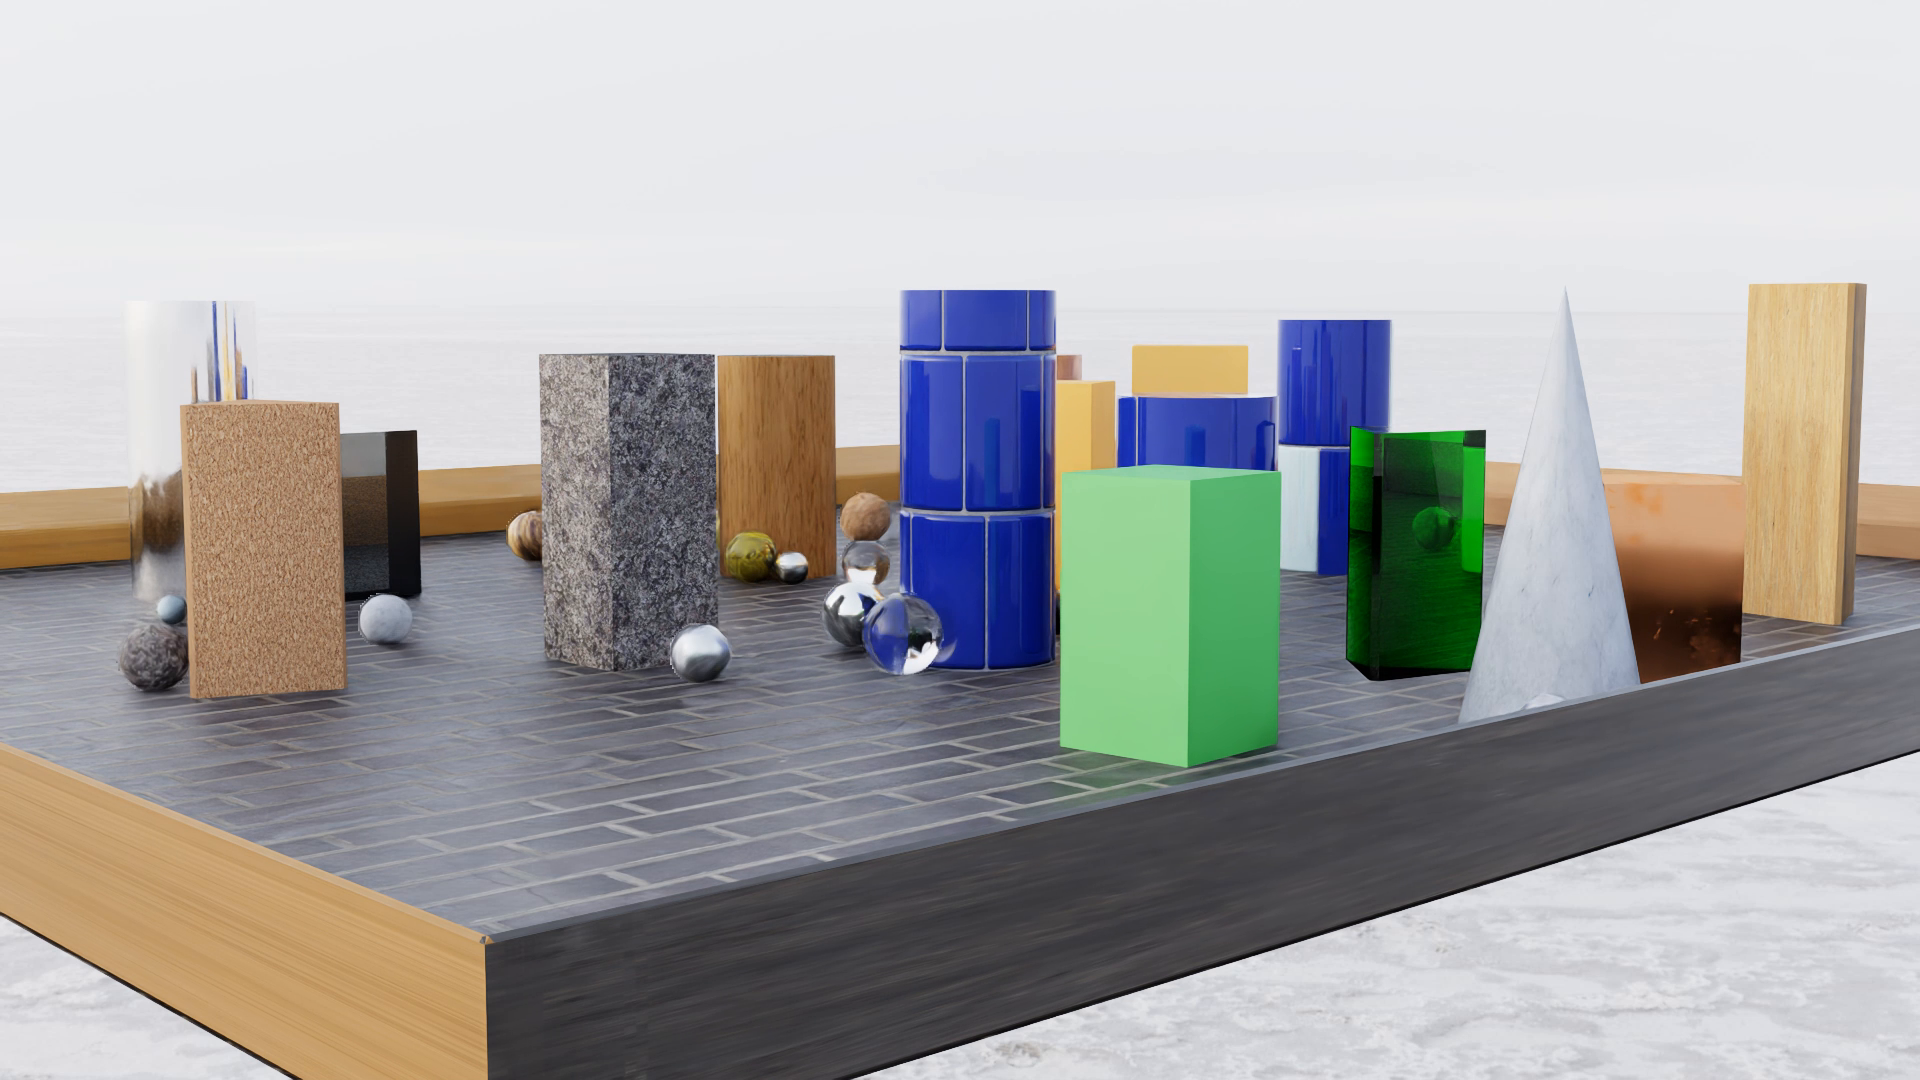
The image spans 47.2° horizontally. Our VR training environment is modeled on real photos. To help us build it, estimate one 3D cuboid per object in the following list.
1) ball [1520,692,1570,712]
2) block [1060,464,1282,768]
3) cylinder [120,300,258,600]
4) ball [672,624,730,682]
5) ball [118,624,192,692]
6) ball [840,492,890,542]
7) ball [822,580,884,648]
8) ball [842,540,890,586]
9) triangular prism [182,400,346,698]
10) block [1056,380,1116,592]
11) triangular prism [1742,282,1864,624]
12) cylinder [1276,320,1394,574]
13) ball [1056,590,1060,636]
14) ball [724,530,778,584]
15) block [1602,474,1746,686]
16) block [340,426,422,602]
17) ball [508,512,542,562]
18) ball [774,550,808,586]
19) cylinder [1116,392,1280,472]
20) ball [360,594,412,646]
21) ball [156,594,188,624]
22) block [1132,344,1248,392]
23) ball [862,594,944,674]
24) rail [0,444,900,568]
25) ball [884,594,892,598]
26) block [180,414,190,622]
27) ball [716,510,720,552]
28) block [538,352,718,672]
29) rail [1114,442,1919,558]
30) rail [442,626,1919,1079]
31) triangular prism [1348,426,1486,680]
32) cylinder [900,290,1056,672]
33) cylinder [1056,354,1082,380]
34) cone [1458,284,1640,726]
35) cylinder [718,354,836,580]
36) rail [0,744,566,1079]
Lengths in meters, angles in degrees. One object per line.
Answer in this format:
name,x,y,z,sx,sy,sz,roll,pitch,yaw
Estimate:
ball,0.594,0.185,2.215,0.062,0.062,0.062,0,6,0
block,0.215,0.071,2.250,0.159,0.282,0.159,5,8,41
cylinder,-1.205,-0.145,3.459,0.199,0.460,0.199,0,6,0
ball,-0.312,0.136,2.646,0.070,0.070,0.070,0,6,0
ball,-0.946,0.138,2.583,0.080,0.080,0.080,0,6,0
ball,-0.181,-0.043,4.238,0.096,0.096,0.096,0,6,0
ball,-0.138,0.099,2.919,0.088,0.088,0.088,0,6,0
ball,-0.152,0.038,3.548,0.077,0.077,0.077,0,6,0
triangular prism,-0.835,0.004,2.623,0.173,0.338,0.150,-3,6,-23
block,0.144,-0.077,3.406,0.159,0.336,0.159,2,6,17
triangular prism,1.265,-0.131,3.216,0.150,0.484,0.173,-4,7,-33
cylinder,0.646,-0.165,3.801,0.199,0.430,0.199,0,6,0
ball,0.118,0.099,3.006,0.069,0.069,0.069,0,6,0
ball,-0.342,0.027,3.607,0.087,0.087,0.087,0,6,0
block,0.831,0.050,2.621,0.159,0.246,0.159,1,6,6
block,-0.965,-0.044,3.462,0.159,0.259,0.159,5,8,42
ball,-0.760,-0.006,3.916,0.090,0.090,0.090,0,6,0
ball,-0.275,0.045,3.584,0.056,0.056,0.056,0,6,0
cylinder,0.292,-0.009,2.724,0.199,0.342,0.199,0,6,0
ball,-0.765,0.107,2.933,0.069,0.069,0.069,0,6,0
ball,-1.123,0.099,3.137,0.042,0.042,0.042,0,6,0
block,0.325,-0.078,3.127,0.159,0.396,0.159,1,6,6
ball,-0.070,0.116,2.699,0.100,0.100,0.100,0,6,0
rail,-0.987,-0.077,4.396,3.380,0.129,0.045,-5,8,-42
ball,-0.087,0.105,2.975,0.065,0.065,0.065,0,6,0
block,-1.031,-0.031,3.166,0.159,0.295,0.159,-2,6,-21
ball,-0.418,-0.017,4.022,0.089,0.089,0.089,0,6,0
block,-0.424,-0.042,2.814,0.159,0.390,0.159,-5,8,-42
rail,1.225,-0.083,4.456,0.045,0.129,2.960,-5,8,-42
rail,0.987,0.145,2.267,3.380,0.129,0.045,-5,8,-42
triangular prism,0.537,0.010,2.747,0.173,0.299,0.150,-3,7,-30
cylinder,0.023,-0.081,2.798,0.199,0.470,0.199,0,6,0
cylinder,0.108,-0.132,3.763,0.199,0.371,0.199,0,6,0
cone,0.635,-0.034,2.333,0.199,0.473,0.199,0,6,0
cylinder,-0.310,-0.128,3.735,0.199,0.370,0.199,0,6,0
rail,-1.225,0.151,2.208,0.045,0.129,2.960,-5,8,-42
